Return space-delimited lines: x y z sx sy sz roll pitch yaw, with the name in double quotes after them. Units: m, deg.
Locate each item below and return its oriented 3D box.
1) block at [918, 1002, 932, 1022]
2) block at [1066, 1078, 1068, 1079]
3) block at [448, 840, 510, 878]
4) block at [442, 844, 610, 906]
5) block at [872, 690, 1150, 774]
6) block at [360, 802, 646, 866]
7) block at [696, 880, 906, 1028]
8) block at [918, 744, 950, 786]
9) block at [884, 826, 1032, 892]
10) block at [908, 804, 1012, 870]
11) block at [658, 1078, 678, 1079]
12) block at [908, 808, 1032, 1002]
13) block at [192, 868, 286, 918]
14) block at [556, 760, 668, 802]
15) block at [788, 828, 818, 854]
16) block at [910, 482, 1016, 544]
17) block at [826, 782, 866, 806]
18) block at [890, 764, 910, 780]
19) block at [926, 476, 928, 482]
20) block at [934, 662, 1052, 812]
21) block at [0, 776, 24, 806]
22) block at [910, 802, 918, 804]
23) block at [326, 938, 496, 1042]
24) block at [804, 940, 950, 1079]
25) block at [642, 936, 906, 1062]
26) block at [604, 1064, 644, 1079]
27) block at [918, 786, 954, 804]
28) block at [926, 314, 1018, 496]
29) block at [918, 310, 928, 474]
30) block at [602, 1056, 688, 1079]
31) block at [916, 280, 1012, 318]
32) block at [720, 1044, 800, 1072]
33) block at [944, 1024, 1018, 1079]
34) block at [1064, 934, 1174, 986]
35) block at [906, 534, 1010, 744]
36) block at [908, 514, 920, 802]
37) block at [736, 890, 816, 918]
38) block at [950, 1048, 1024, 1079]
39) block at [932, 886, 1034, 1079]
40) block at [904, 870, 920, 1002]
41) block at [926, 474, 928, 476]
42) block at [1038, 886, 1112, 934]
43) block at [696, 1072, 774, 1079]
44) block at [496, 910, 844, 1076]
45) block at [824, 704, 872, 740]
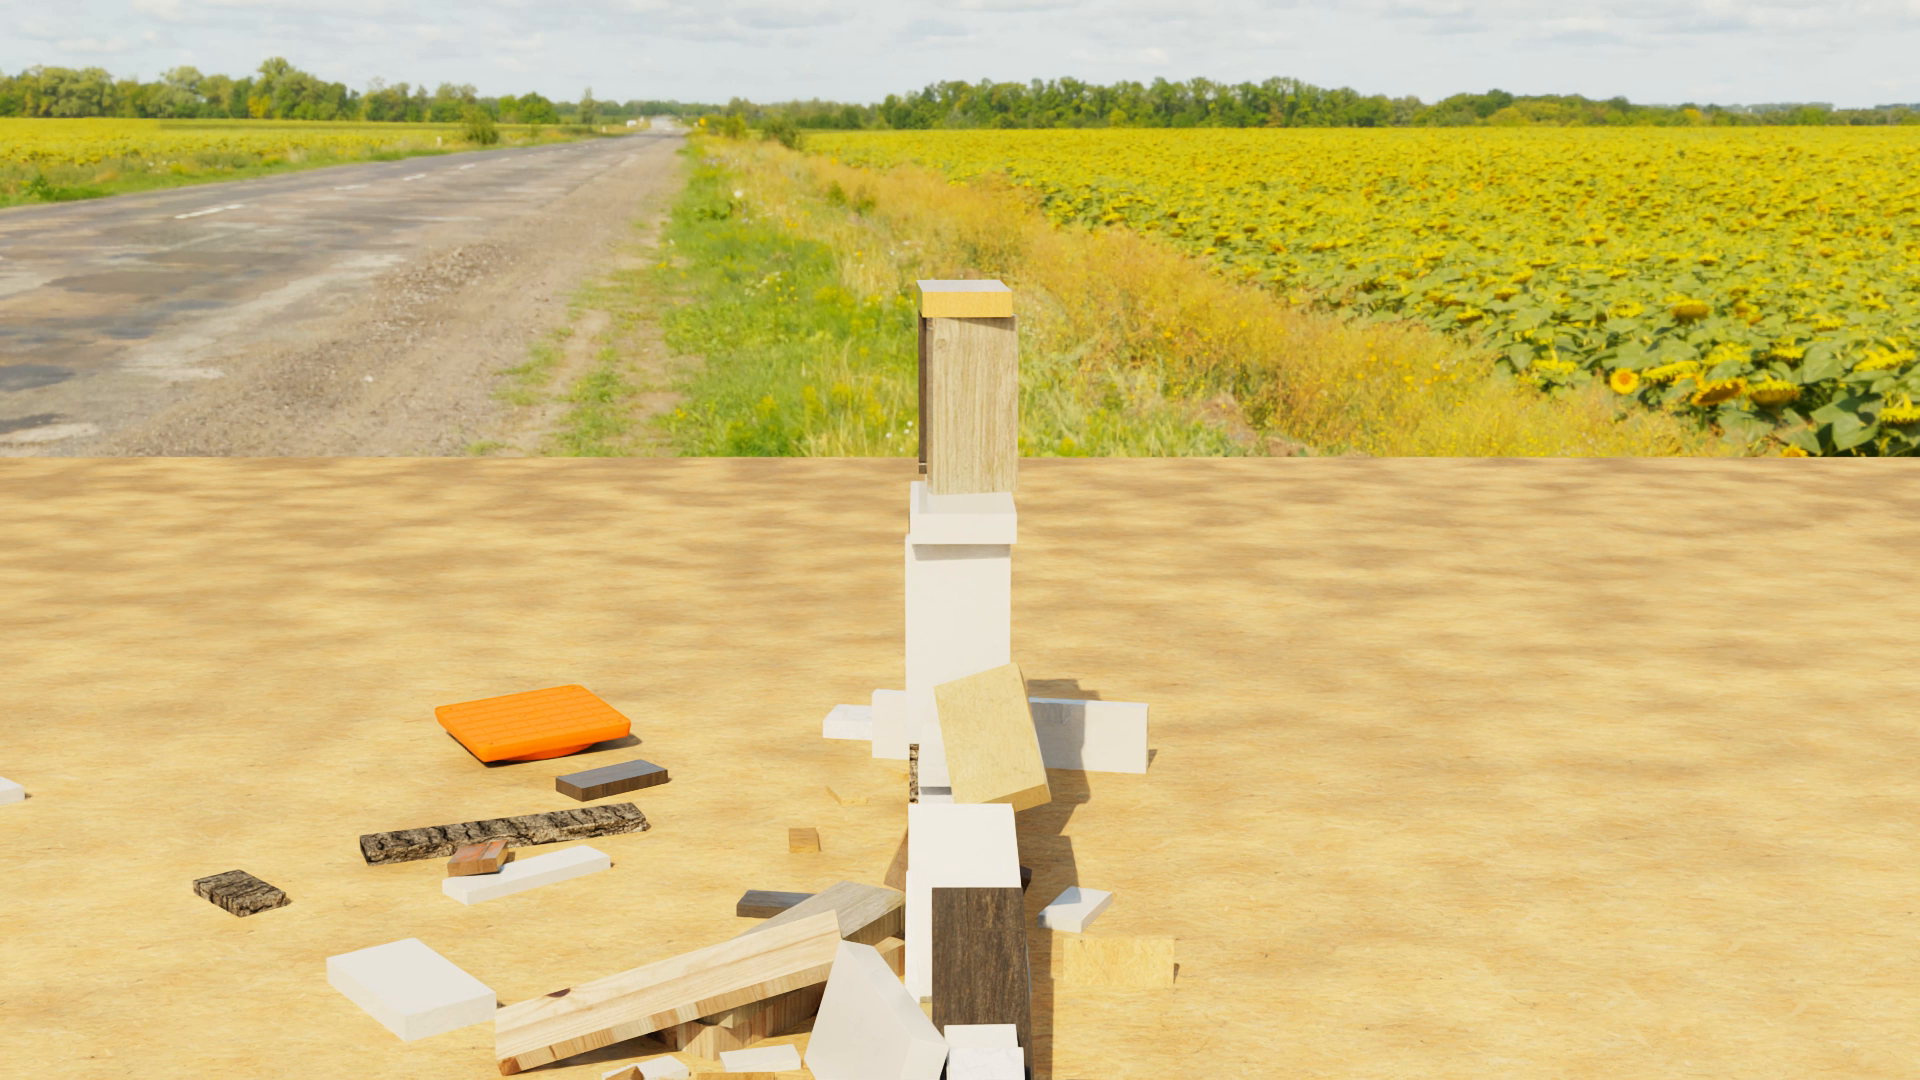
0.000 0.662 2.862 0.106 0.030 0.212 0 14 -1 "block"
0.185 0.740 2.781 0.103 0.029 0.206 1 11 3 "block"
-0.824 0.545 3.765 0.082 0.023 0.164 -7 3 -5 "block"
-0.733 0.567 3.731 0.277 0.023 0.082 -9 14 -41 "block"
0.099 0.383 4.416 0.558 0.134 0.038 2 11 12 "block"
-0.816 0.526 3.941 0.494 0.027 0.097 -5 11 -23 "block"
-0.247 0.601 3.233 0.139 0.039 0.488 6 12 30 "block"
-0.001 0.340 3.520 0.127 0.036 0.255 0 11 0 "block"
-0.003 0.523 3.416 0.206 0.103 0.029 21 26 -4 "block"
0.001 0.535 3.181 0.151 0.302 0.043 0 -17 0 "block"
-0.358 0.744 2.742 0.126 0.036 0.251 2 11 12 "block"
0.011 0.513 3.070 0.151 0.043 0.301 -3 47 -3 "block"
-1.192 0.584 3.638 0.082 0.023 0.164 -10 15 -44 "block"
-0.674 0.466 4.263 0.193 0.027 0.097 -9 14 -40 "block"
-0.279 0.536 3.923 0.050 0.014 0.099 -1 11 -6 "block"
0.003 -0.047 3.566 0.165 0.047 0.330 0 10 -1 "block"
-0.217 0.484 4.200 0.049 0.014 0.099 -4 11 -20 "block"
-0.085 0.456 4.354 0.099 0.014 0.050 -8 13 -35 "block"
0.002 -0.107 3.843 0.118 0.033 0.236 0 11 0 "block"
0.047 0.309 3.364 0.139 0.039 0.278 -17 38 4 "block"
-1.880 0.488 4.141 0.097 0.027 0.193 10 14 42 "block"
-0.004 0.346 4.021 0.175 0.351 0.050 0 11 0 "block"
-0.804 0.654 3.215 0.139 0.039 0.278 -8 13 -37 "block"
-0.112 0.657 2.817 0.049 0.173 0.346 15 5 -20 "block"
-0.275 0.650 3.213 0.173 0.049 0.415 8 13 38 "block"
-0.466 0.730 2.676 0.126 0.036 0.251 -25 8 8 "block"
-0.001 0.499 3.460 0.127 0.255 0.036 0 10 -1 "block"
0.020 -0.222 3.590 0.144 0.289 0.041 -3 11 -15 "block"
0.000 -0.259 3.783 0.144 0.287 0.041 0 10 -1 "block"
-0.421 0.717 2.945 0.103 0.015 0.051 -8 13 -35 "block"
0.004 -0.404 3.666 0.144 0.041 0.287 -1 10 -3 "block"
-0.272 0.708 2.992 0.103 0.015 0.051 -3 11 -16 "block"
0.029 0.654 2.674 0.089 0.025 0.178 0 24 -3 "block"
0.236 0.626 3.275 0.163 0.073 0.021 0 11 2 "block"
-0.003 0.158 3.495 0.165 0.330 0.047 0 11 1 "block"
-0.003 0.199 3.721 0.165 0.493 0.047 0 10 0 "block"
-0.283 0.596 3.581 0.147 0.021 0.073 2 11 10 "block"
0.032 0.663 2.592 0.089 0.025 0.178 0 24 -1 "block"
0.026 0.593 2.860 0.126 0.036 0.404 0 30 -1 "block"
0.000 0.597 3.051 0.151 0.043 0.301 0 47 0 "block"
0.004 -0.201 4.009 0.134 0.267 0.038 1 26 2 "block"
0.187 0.599 3.566 0.073 0.021 0.147 4 11 23 "block"
-0.298 0.723 2.914 0.103 0.015 0.051 0 11 -2 "block"
-0.395 0.618 3.009 0.487 0.029 0.103 -16 31 -3 "block"
-0.144 0.388 4.652 0.267 0.038 0.134 2 11 10 "block"
